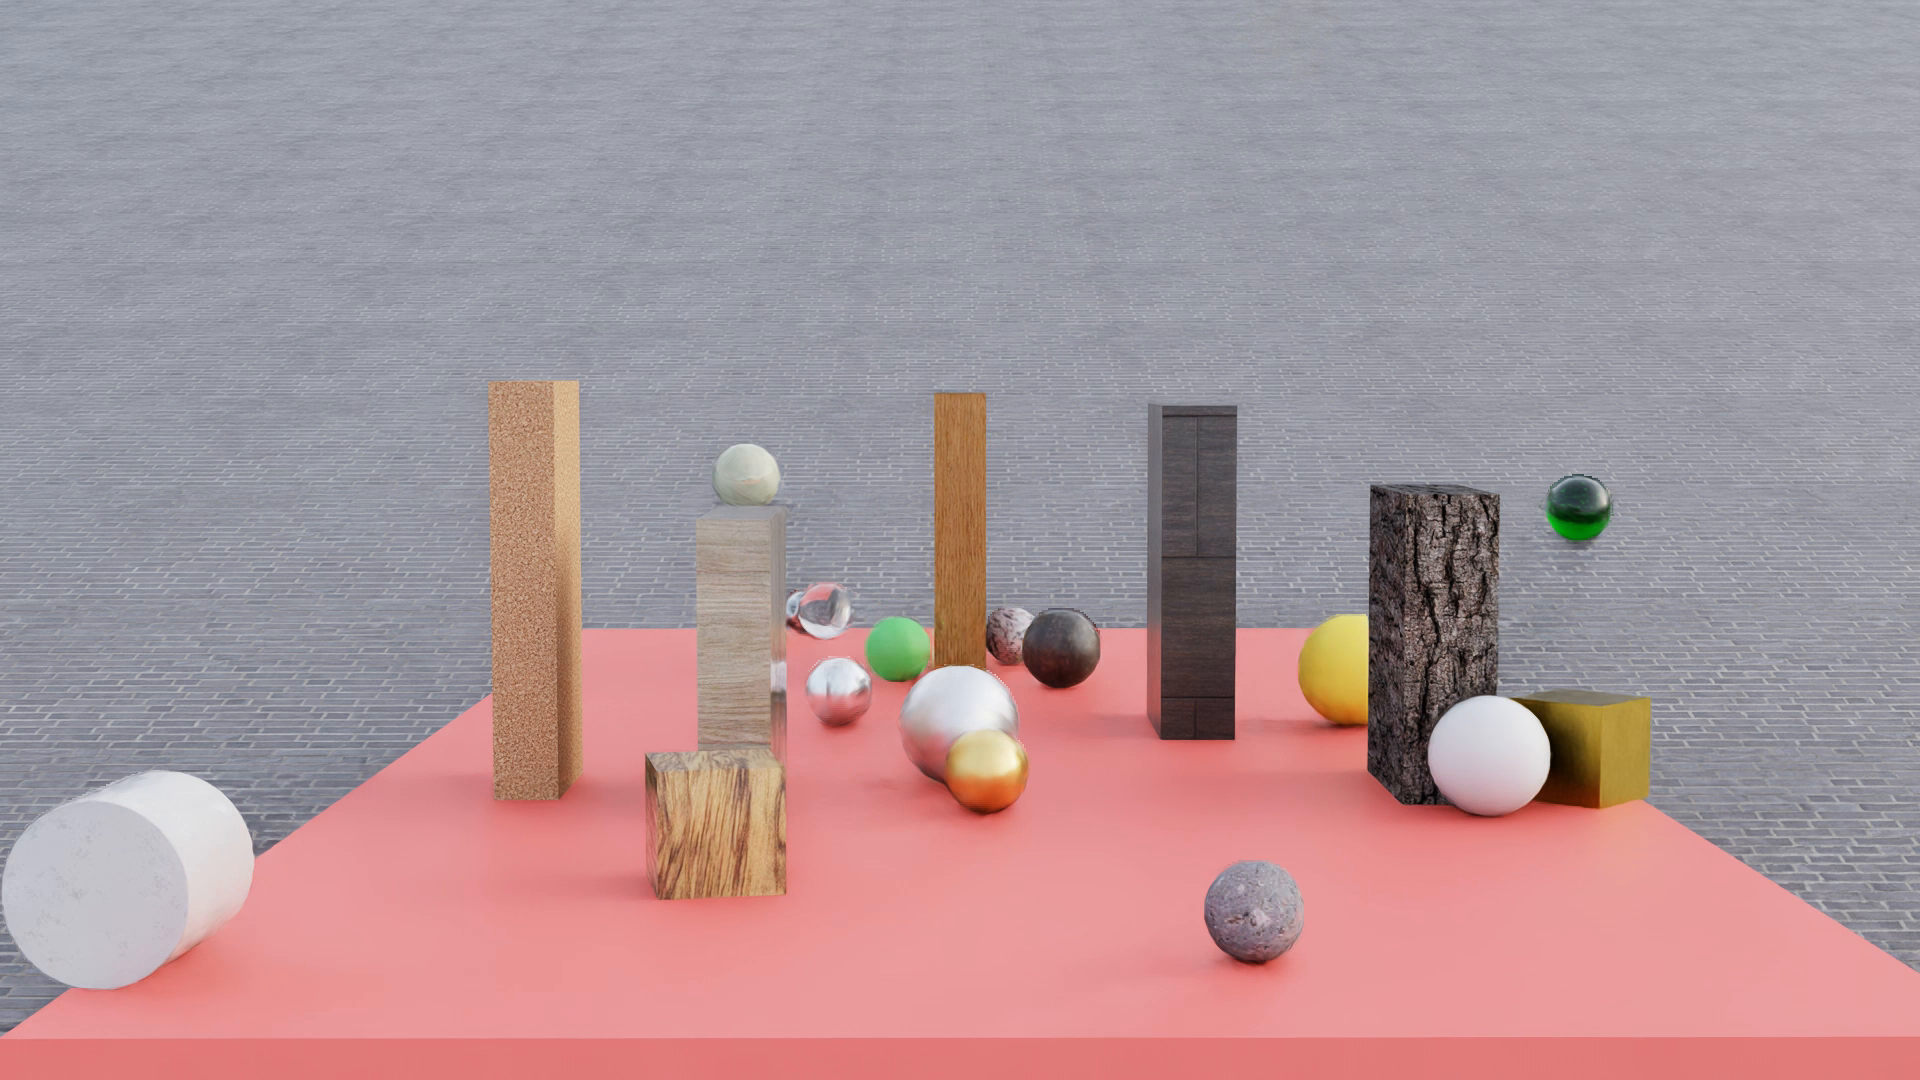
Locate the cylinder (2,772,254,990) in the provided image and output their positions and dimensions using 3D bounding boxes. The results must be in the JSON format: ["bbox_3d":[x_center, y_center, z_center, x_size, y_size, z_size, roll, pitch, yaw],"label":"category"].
[{"bbox_3d":[-0.912,0.371,2.829,0.204,0.204,0.204,1,4,4],"label":"cylinder"}]

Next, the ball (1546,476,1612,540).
[{"bbox_3d":[1.796,-0.091,7.446,0.186,0.186,0.186,0,19,0],"label":"ball"}]

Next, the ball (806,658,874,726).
[{"bbox_3d":[-0.224,0.281,4.757,0.126,0.126,0.126,0,19,0],"label":"ball"}]

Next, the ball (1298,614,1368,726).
[{"bbox_3d":[0.728,0.241,4.750,0.206,0.206,0.206,0,19,0],"label":"ball"}]

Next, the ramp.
[{"bbox_3d":[0.045,0.409,4.537,2.000,0.100,4.000,0,4,0],"label":"ramp"}]

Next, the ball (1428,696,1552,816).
[{"bbox_3d":[0.783,0.319,3.796,0.178,0.178,0.178,0,19,0],"label":"ball"}]

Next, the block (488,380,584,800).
[{"bbox_3d":[-0.667,0.071,4.050,0.099,0.641,0.263,0,4,0],"label":"block"}]

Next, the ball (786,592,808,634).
[{"bbox_3d":[-0.389,0.182,6.403,0.106,0.106,0.106,0,19,0],"label":"ball"}]

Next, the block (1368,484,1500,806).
[{"bbox_3d":[0.741,0.155,4.043,0.141,0.471,0.337,0,4,0],"label":"block"}]

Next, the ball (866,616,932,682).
[{"bbox_3d":[-0.129,0.231,5.421,0.138,0.138,0.138,0,19,0],"label":"ball"}]

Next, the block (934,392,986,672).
[{"bbox_3d":[0.000,-0.018,5.631,0.110,0.608,0.336,0,4,0],"label":"block"}]

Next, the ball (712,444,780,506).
[{"bbox_3d":[-0.642,-0.188,7.695,0.203,0.203,0.203,0,19,0],"label":"ball"}]

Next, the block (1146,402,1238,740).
[{"bbox_3d":[0.423,0.048,4.718,0.132,0.595,0.336,0,4,0],"label":"block"}]

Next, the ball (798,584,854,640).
[{"bbox_3d":[-0.328,0.174,6.281,0.137,0.137,0.137,0,19,0],"label":"ball"}]

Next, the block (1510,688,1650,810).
[{"bbox_3d":[0.956,0.320,3.958,0.155,0.155,0.155,3,5,42],"label":"block"}]

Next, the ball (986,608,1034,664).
[{"bbox_3d":[0.119,0.215,5.746,0.127,0.127,0.127,0,19,0],"label":"ball"}]

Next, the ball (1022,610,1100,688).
[{"bbox_3d":[0.210,0.225,5.314,0.164,0.164,0.164,0,19,0],"label":"ball"}]

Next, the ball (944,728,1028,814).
[{"bbox_3d":[0.039,0.343,3.822,0.127,0.127,0.127,0,19,0],"label":"ball"}]

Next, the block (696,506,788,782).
[{"bbox_3d":[-0.331,0.179,3.925,0.108,0.442,0.346,0,4,0],"label":"block"}]

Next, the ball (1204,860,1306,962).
[{"bbox_3d":[0.328,0.414,2.862,0.112,0.112,0.112,0,19,0],"label":"ball"}]

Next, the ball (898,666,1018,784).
[{"bbox_3d":[-0.002,0.294,4.079,0.190,0.190,0.190,0,19,0],"label":"ball"}]

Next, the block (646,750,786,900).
[{"bbox_3d":[-0.314,0.362,3.287,0.161,0.161,0.161,-1,4,-12],"label":"block"}]
